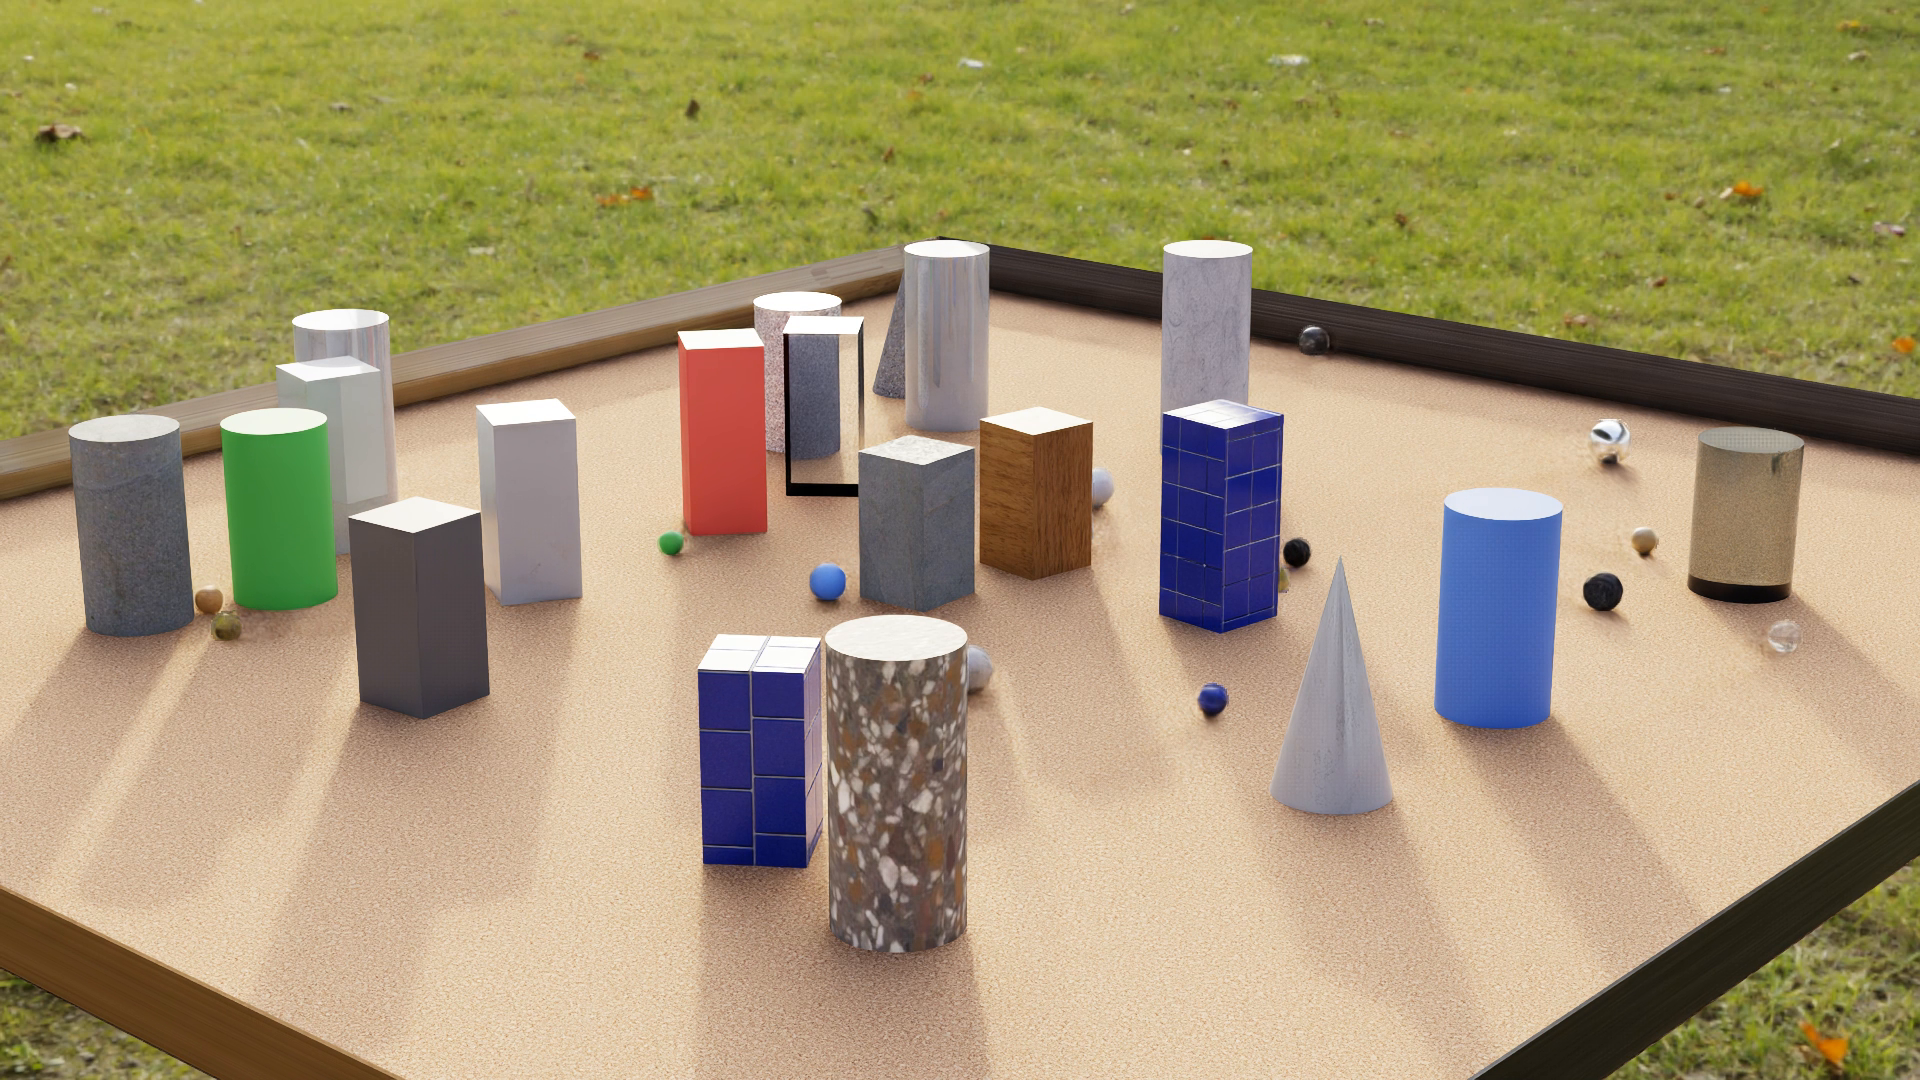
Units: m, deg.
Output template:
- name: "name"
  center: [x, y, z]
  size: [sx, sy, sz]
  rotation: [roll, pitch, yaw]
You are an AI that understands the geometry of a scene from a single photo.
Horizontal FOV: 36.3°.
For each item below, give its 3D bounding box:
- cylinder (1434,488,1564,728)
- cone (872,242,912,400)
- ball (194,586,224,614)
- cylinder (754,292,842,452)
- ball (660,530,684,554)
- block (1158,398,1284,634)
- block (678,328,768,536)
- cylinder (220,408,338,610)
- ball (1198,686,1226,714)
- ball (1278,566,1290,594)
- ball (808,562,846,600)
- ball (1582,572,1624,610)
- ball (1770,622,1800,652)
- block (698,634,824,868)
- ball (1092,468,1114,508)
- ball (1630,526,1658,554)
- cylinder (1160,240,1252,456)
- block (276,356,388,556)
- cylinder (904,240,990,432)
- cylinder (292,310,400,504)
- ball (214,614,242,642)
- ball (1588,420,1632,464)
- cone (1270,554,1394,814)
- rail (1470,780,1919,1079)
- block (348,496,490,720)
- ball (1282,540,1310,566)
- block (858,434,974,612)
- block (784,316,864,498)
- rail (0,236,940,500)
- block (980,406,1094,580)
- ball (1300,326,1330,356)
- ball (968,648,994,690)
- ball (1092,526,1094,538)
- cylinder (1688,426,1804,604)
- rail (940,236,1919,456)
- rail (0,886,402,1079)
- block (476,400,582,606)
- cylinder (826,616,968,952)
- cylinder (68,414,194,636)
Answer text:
- name: "cylinder"
  center: [0.826, 0.103, 4.507]
  size: [0.178, 0.332, 0.178]
  rotation: [0, 17, 0]
- name: "cone"
  center: [-0.106, -0.496, 6.474]
  size: [0.178, 0.337, 0.178]
  rotation: [0, 17, 0]
- name: "ball"
  center: [-1.280, 0.102, 5.001]
  size: [0.048, 0.048, 0.048]
  rotation: [0, 17, 0]
- name: "cylinder"
  center: [-0.333, -0.346, 6.049]
  size: [0.178, 0.298, 0.178]
  rotation: [0, 17, 0]
- name: "ball"
  center: [-0.524, 0.005, 5.327]
  size: [0.045, 0.045, 0.045]
  rotation: [0, 17, 0]
- name: "block"
  center: [0.440, -0.042, 4.947]
  size: [0.142, 0.354, 0.142]
  rotation: [-15, 22, -40]
- name: "block"
  center: [-0.443, -0.202, 5.473]
  size: [0.142, 0.356, 0.142]
  rotation: [-3, 17, -11]
- name: "cylinder"
  center: [-1.174, -0.054, 5.061]
  size: [0.178, 0.312, 0.178]
  rotation: [0, 17, 0]
- name: "ball"
  center: [0.389, 0.248, 4.526]
  size: [0.045, 0.045, 0.045]
  rotation: [0, 17, 0]
- name: "ball"
  center: [0.549, 0.069, 5.106]
  size: [0.051, 0.051, 0.051]
  rotation: [0, 17, 0]
- name: "ball"
  center: [-0.229, 0.072, 5.073]
  size: [0.064, 0.064, 0.064]
  rotation: [0, 17, 0]
- name: "ball"
  center: [1.100, 0.087, 5.016]
  size: [0.068, 0.068, 0.068]
  rotation: [0, 17, 0]
- name: "ball"
  center: [1.353, 0.159, 4.809]
  size: [0.050, 0.050, 0.050]
  rotation: [0, 17, 0]
- name: "block"
  center: [-0.270, 0.287, 3.993]
  size: [0.142, 0.280, 0.142]
  rotation: [2, 17, 6]
- name: "ball"
  center: [0.257, -0.100, 5.622]
  size: [0.074, 0.074, 0.074]
  rotation: [0, 17, 0]
- name: "ball"
  center: [1.244, 0.000, 5.337]
  size: [0.048, 0.048, 0.048]
  rotation: [0, 17, 0]
- name: "cylinder"
  center: [0.498, -0.381, 5.945]
  size: [0.178, 0.425, 0.178]
  rotation: [0, 17, 0]
- name: "block"
  center: [-1.144, -0.153, 5.355]
  size: [0.142, 0.330, 0.142]
  rotation: [-11, 20, -33]
- name: "cylinder"
  center: [-0.027, -0.431, 6.197]
  size: [0.178, 0.374, 0.178]
  rotation: [0, 17, 0]
- name: "cylinder"
  center: [-1.168, -0.241, 5.582]
  size: [0.178, 0.367, 0.178]
  rotation: [0, 17, 0]
- name: "ball"
  center: [-1.214, 0.145, 4.862]
  size: [0.047, 0.047, 0.047]
  rotation: [0, 17, 0]
- name: "ball"
  center: [1.312, -0.197, 5.918]
  size: [0.088, 0.088, 0.088]
  rotation: [0, 17, 0]
- name: "cone"
  center: [0.535, 0.190, 4.173]
  size: [0.178, 0.360, 0.178]
  rotation: [0, 17, 0]
- name: "rail"
  center: [1.318, 0.361, 4.027]
  size: [0.045, 0.116, 3.908]
  rotation: [14, 22, 39]
- name: "block"
  center: [-0.840, 0.104, 4.560]
  size: [0.142, 0.300, 0.142]
  rotation: [12, 21, 35]
- name: "ball"
  center: [0.604, 0.023, 5.258]
  size: [0.050, 0.050, 0.050]
  rotation: [0, 17, 0]
- name: "block"
  center: [-0.074, -0.030, 5.069]
  size: [0.142, 0.261, 0.142]
  rotation: [13, 21, 36]
- name: "block"
  center: [-0.264, -0.261, 5.719]
  size: [0.142, 0.325, 0.142]
  rotation: [1, 17, 3]
- name: "rail"
  center: [-1.318, -0.303, 6.217]
  size: [0.045, 0.116, 3.908]
  rotation: [14, 22, 39]
- name: "block"
  center: [0.135, -0.085, 5.240]
  size: [0.142, 0.266, 0.142]
  rotation: [-14, 22, -38]
- name: "ball"
  center: [0.825, -0.463, 6.826]
  size: [0.069, 0.069, 0.069]
  rotation: [0, 17, 0]
- name: "ball"
  center: [0.018, 0.204, 4.630]
  size: [0.068, 0.068, 0.068]
  rotation: [0, 17, 0]
- name: "ball"
  center: [0.211, -0.014, 5.352]
  size: [0.067, 0.067, 0.067]
  rotation: [0, 17, 0]
- name: "cylinder"
  center: [1.366, -0.045, 5.103]
  size: [0.178, 0.269, 0.178]
  rotation: [0, 17, 0]
- name: "rail"
  center: [1.266, -0.394, 6.517]
  size: [3.538, 0.116, 0.045]
  rotation: [14, 22, 39]
- name: "rail"
  center: [-1.266, 0.452, 3.727]
  size: [3.538, 0.116, 0.045]
  rotation: [14, 22, 39]
- name: "block"
  center: [-0.747, -0.067, 5.086]
  size: [0.142, 0.321, 0.142]
  rotation: [-6, 18, -20]
- name: "cylinder"
  center: [-0.080, 0.309, 3.731]
  size: [0.178, 0.390, 0.178]
  rotation: [0, 17, 0]
- name: "cylinder"
  center: [-1.390, -0.025, 4.923]
  size: [0.178, 0.336, 0.178]
  rotation: [0, 17, 0]
